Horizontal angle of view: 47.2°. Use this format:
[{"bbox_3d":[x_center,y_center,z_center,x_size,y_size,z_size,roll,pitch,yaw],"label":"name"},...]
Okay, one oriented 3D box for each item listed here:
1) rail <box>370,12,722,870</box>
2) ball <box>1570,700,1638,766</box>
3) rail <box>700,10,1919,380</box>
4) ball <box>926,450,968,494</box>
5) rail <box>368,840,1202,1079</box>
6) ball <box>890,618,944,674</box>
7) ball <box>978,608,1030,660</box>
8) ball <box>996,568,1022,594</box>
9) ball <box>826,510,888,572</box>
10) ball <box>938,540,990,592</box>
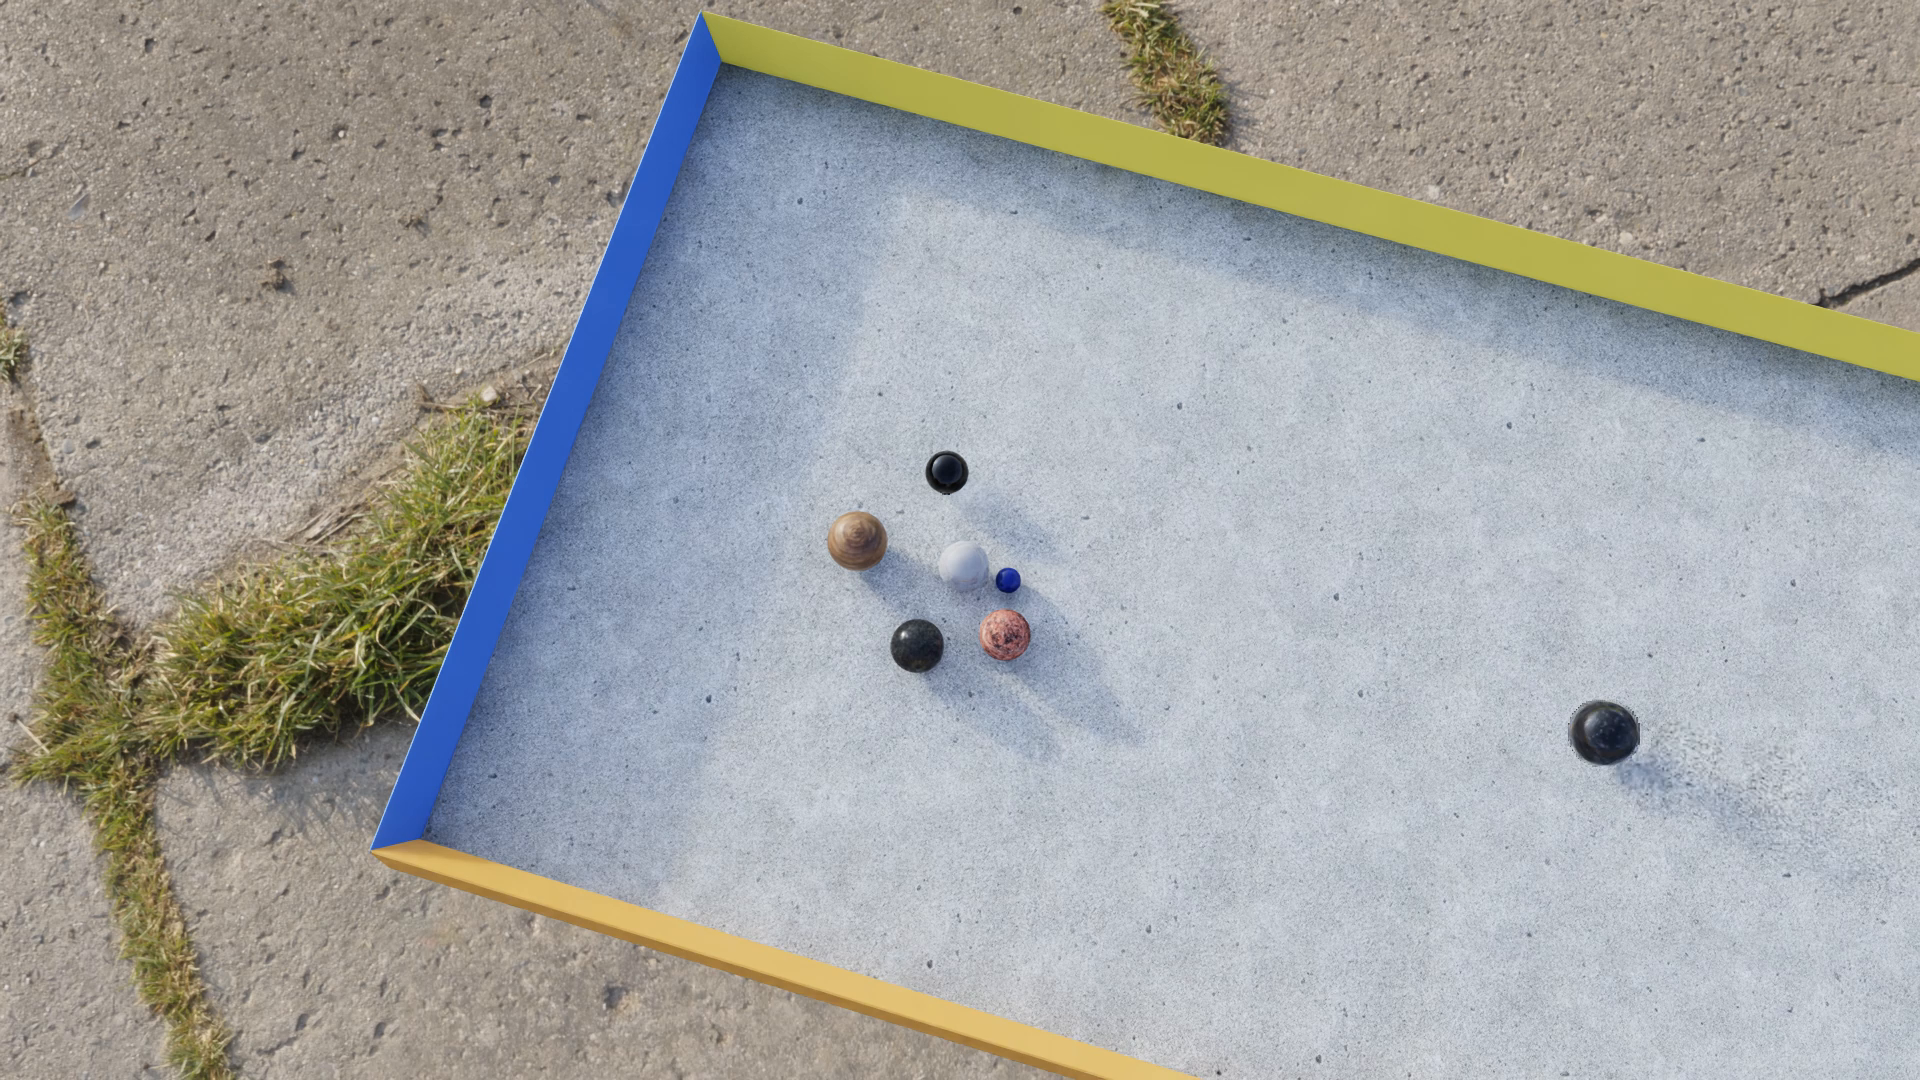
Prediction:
[{"bbox_3d":[-0.618,-0.186,3.455,0.045,0.128,1.464,16,72,5],"label":"rail"},{"bbox_3d":[0.969,0.291,3.307,0.098,0.098,0.098,0,71,0],"label":"ball"},{"bbox_3d":[0.846,-0.467,3.552,2.679,0.128,0.045,16,72,5],"label":"rail"},{"bbox_3d":[-0.021,-0.107,3.460,0.069,0.069,0.069,0,71,0],"label":"ball"},{"bbox_3d":[0.436,0.815,3.109,2.679,0.128,0.045,16,72,5],"label":"rail"},{"bbox_3d":[-0.065,0.162,3.360,0.083,0.083,0.083,0,71,0],"label":"ball"},{"bbox_3d":[0.069,0.145,3.367,0.079,0.079,0.079,0,71,0],"label":"ball"},{"bbox_3d":[0.075,0.063,3.416,0.040,0.040,0.040,0,71,0],"label":"ball"},{"bbox_3d":[-0.159,0.002,3.409,0.094,0.094,0.094,0,71,0],"label":"ball"},{"bbox_3d":[0.006,0.041,3.404,0.079,0.079,0.079,0,71,0],"label":"ball"}]
